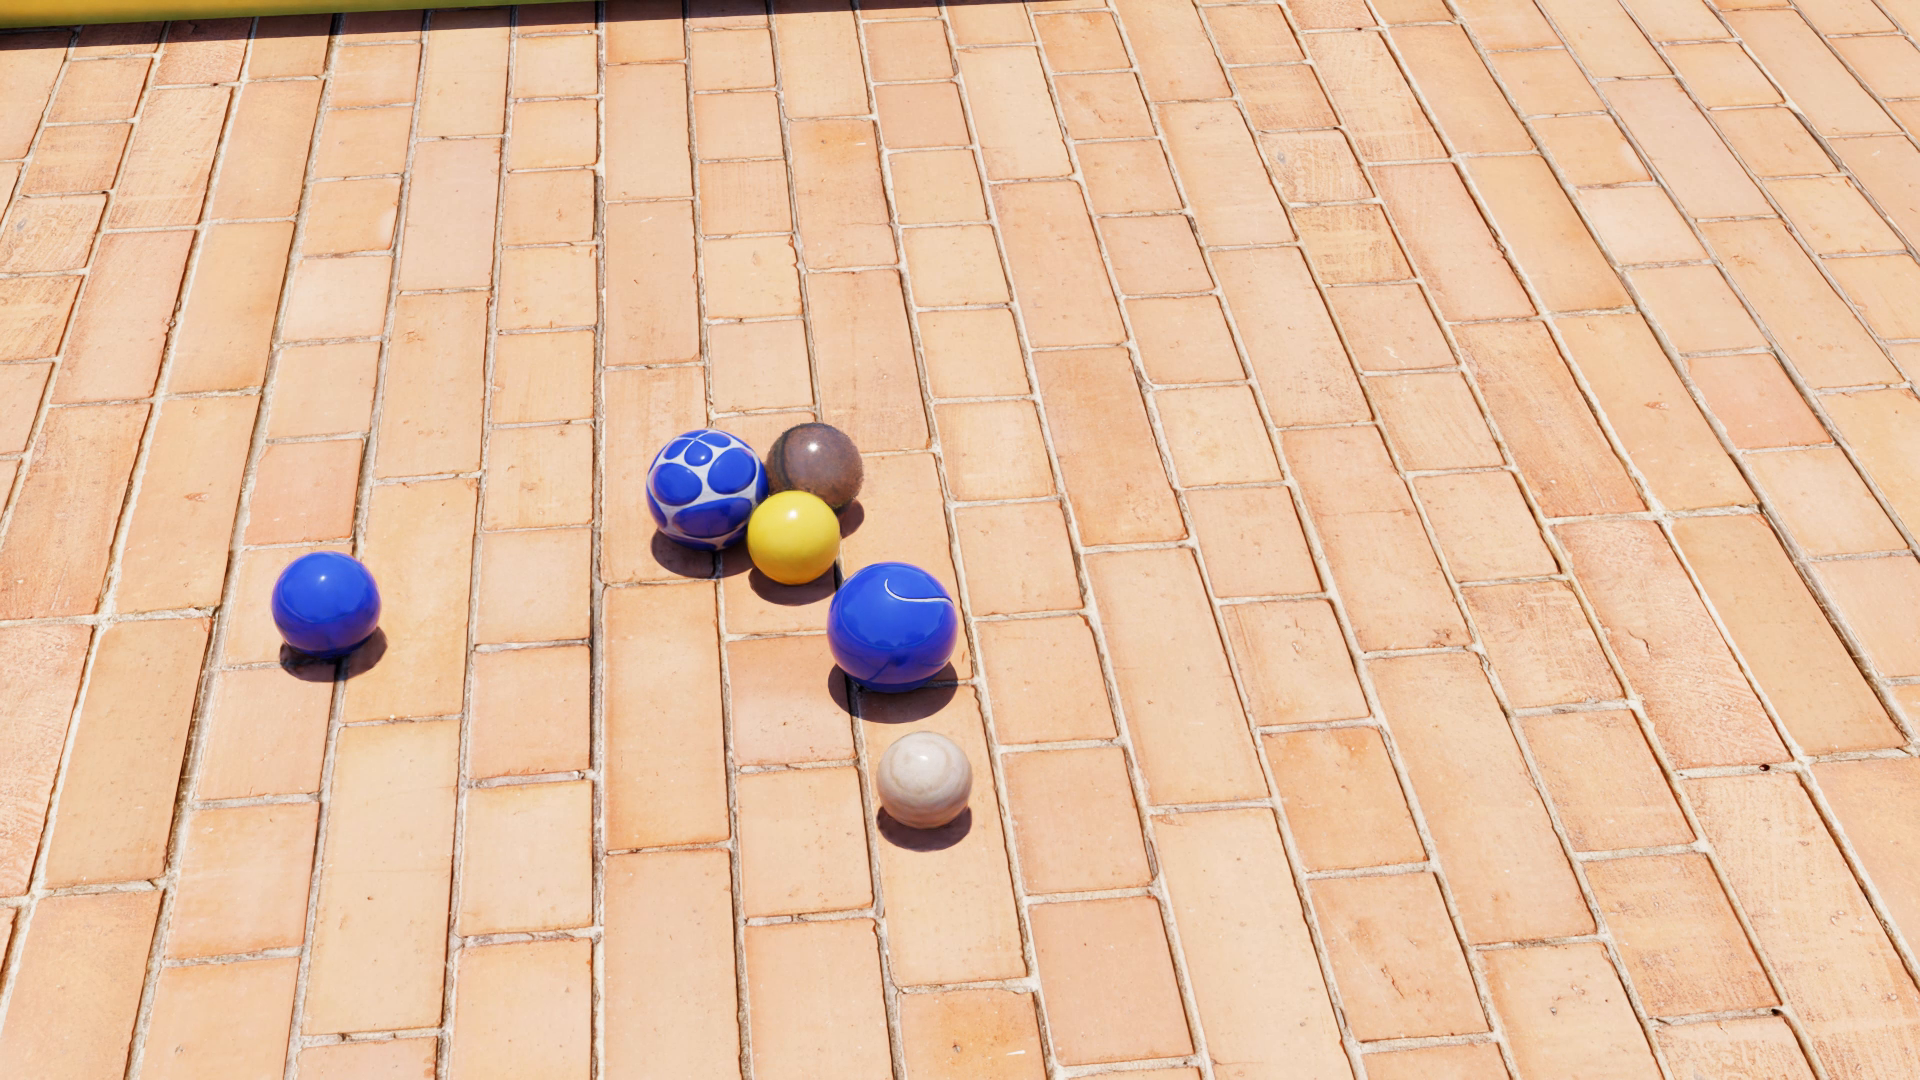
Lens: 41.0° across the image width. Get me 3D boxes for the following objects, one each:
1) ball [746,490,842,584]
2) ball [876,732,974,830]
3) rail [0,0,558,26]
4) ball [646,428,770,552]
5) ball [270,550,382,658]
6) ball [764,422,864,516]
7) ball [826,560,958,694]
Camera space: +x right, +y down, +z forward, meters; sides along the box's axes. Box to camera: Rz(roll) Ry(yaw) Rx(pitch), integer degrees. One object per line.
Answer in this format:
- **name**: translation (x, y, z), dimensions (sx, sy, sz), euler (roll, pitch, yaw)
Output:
- **ball**: translation (-0.105, -0.002, 1.617), dimensions (0.060, 0.060, 0.060), euler (0, 36, 0)
- **ball**: translation (-0.020, 0.134, 1.435), dimensions (0.055, 0.055, 0.055), euler (0, 36, 0)
- **rail**: translation (0.718, -0.589, 2.382), dimensions (3.285, 0.103, 0.045), euler (-4, 36, -5)
- **ball**: translation (-0.162, -0.032, 1.642), dimensions (0.079, 0.079, 0.079), euler (0, 36, 0)
- **ball**: translation (-0.384, 0.039, 1.556), dimensions (0.066, 0.066, 0.066), euler (0, 36, 0)
- **ball**: translation (-0.095, -0.044, 1.670), dimensions (0.065, 0.065, 0.065), euler (0, 36, 0)
- **ball**: translation (-0.040, 0.052, 1.527), dimensions (0.079, 0.079, 0.079), euler (0, 36, 0)
